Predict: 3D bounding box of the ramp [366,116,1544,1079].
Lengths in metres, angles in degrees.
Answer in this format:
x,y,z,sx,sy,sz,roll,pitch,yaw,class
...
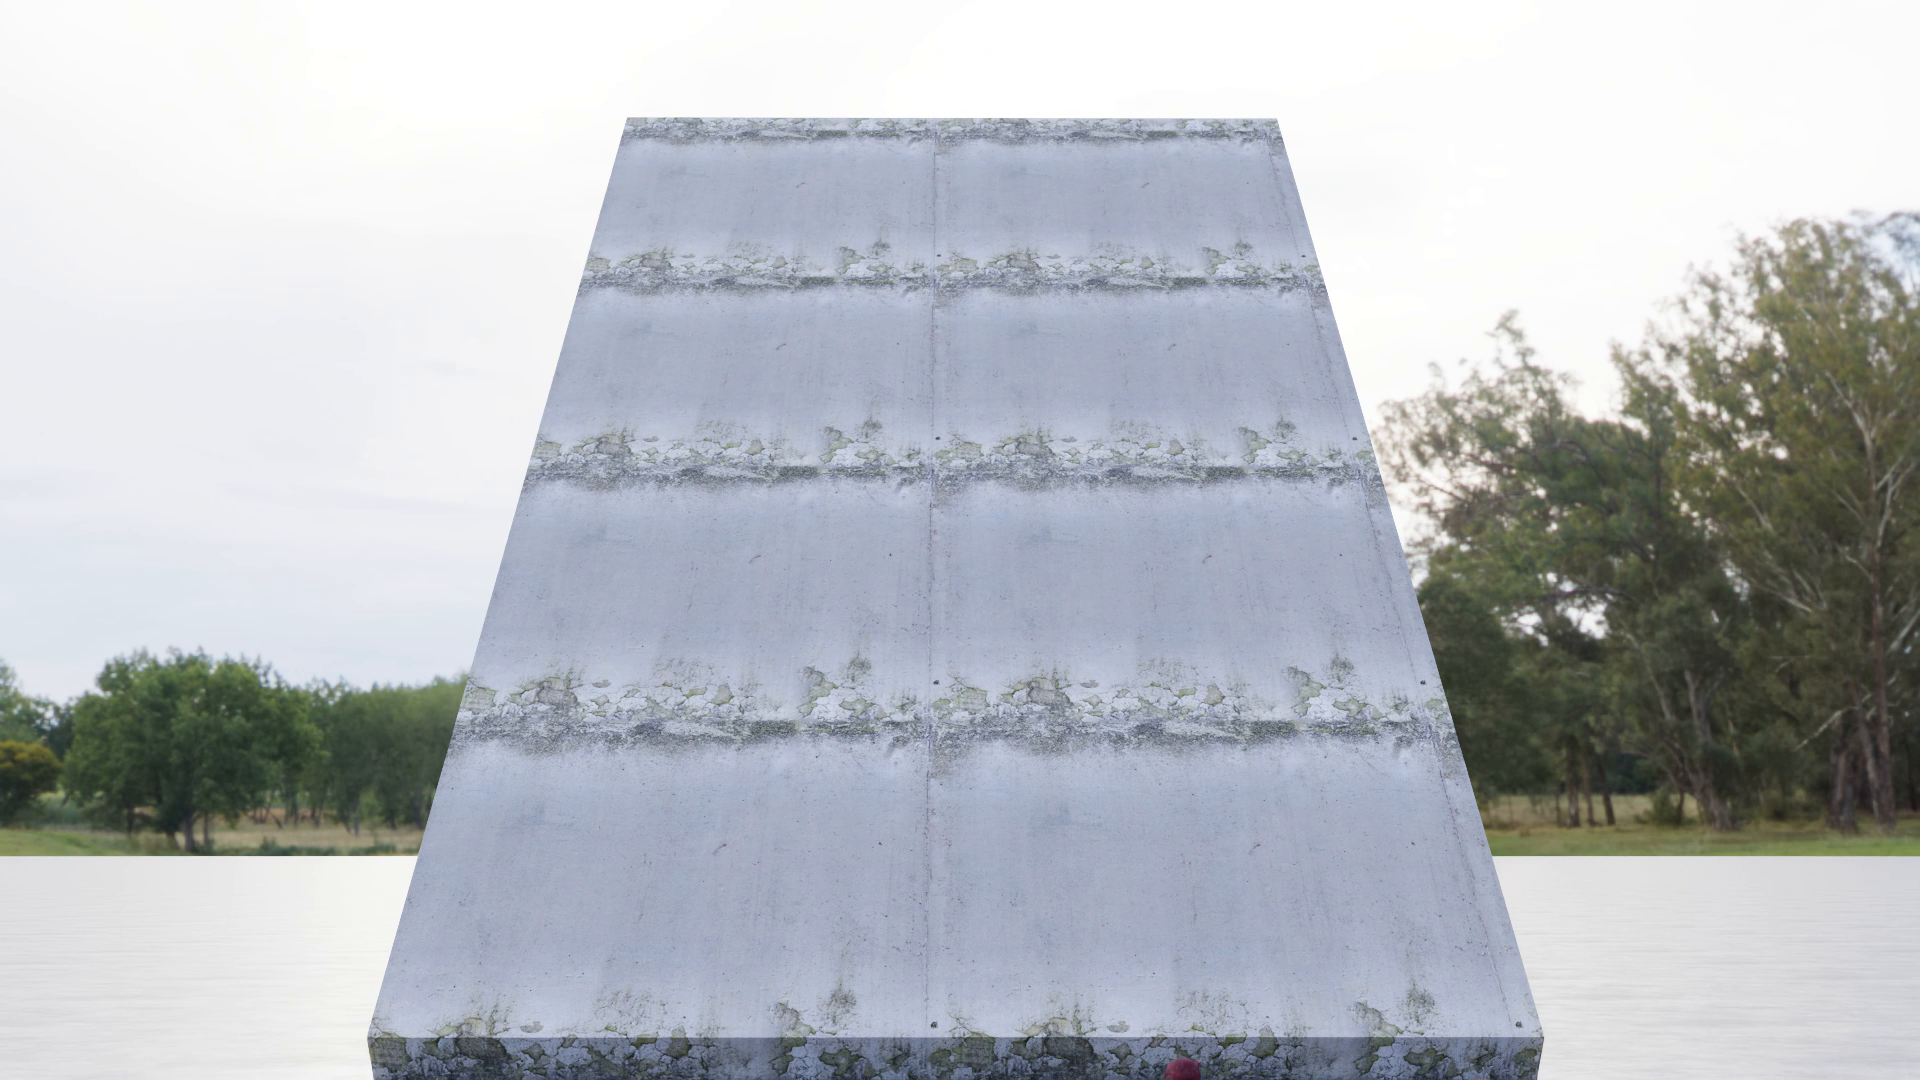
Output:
x,y,z,sx,sy,sz,roll,pitch,yaw,class
-0.015,-0.185,5.877,2.000,0.100,4.000,0,32,0,ramp

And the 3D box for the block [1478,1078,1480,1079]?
x,y,z,sx,sy,sz,roll,pitch,yaw,class
0.778,0.825,3.611,0.054,0.054,0.054,-5,-9,35,block
